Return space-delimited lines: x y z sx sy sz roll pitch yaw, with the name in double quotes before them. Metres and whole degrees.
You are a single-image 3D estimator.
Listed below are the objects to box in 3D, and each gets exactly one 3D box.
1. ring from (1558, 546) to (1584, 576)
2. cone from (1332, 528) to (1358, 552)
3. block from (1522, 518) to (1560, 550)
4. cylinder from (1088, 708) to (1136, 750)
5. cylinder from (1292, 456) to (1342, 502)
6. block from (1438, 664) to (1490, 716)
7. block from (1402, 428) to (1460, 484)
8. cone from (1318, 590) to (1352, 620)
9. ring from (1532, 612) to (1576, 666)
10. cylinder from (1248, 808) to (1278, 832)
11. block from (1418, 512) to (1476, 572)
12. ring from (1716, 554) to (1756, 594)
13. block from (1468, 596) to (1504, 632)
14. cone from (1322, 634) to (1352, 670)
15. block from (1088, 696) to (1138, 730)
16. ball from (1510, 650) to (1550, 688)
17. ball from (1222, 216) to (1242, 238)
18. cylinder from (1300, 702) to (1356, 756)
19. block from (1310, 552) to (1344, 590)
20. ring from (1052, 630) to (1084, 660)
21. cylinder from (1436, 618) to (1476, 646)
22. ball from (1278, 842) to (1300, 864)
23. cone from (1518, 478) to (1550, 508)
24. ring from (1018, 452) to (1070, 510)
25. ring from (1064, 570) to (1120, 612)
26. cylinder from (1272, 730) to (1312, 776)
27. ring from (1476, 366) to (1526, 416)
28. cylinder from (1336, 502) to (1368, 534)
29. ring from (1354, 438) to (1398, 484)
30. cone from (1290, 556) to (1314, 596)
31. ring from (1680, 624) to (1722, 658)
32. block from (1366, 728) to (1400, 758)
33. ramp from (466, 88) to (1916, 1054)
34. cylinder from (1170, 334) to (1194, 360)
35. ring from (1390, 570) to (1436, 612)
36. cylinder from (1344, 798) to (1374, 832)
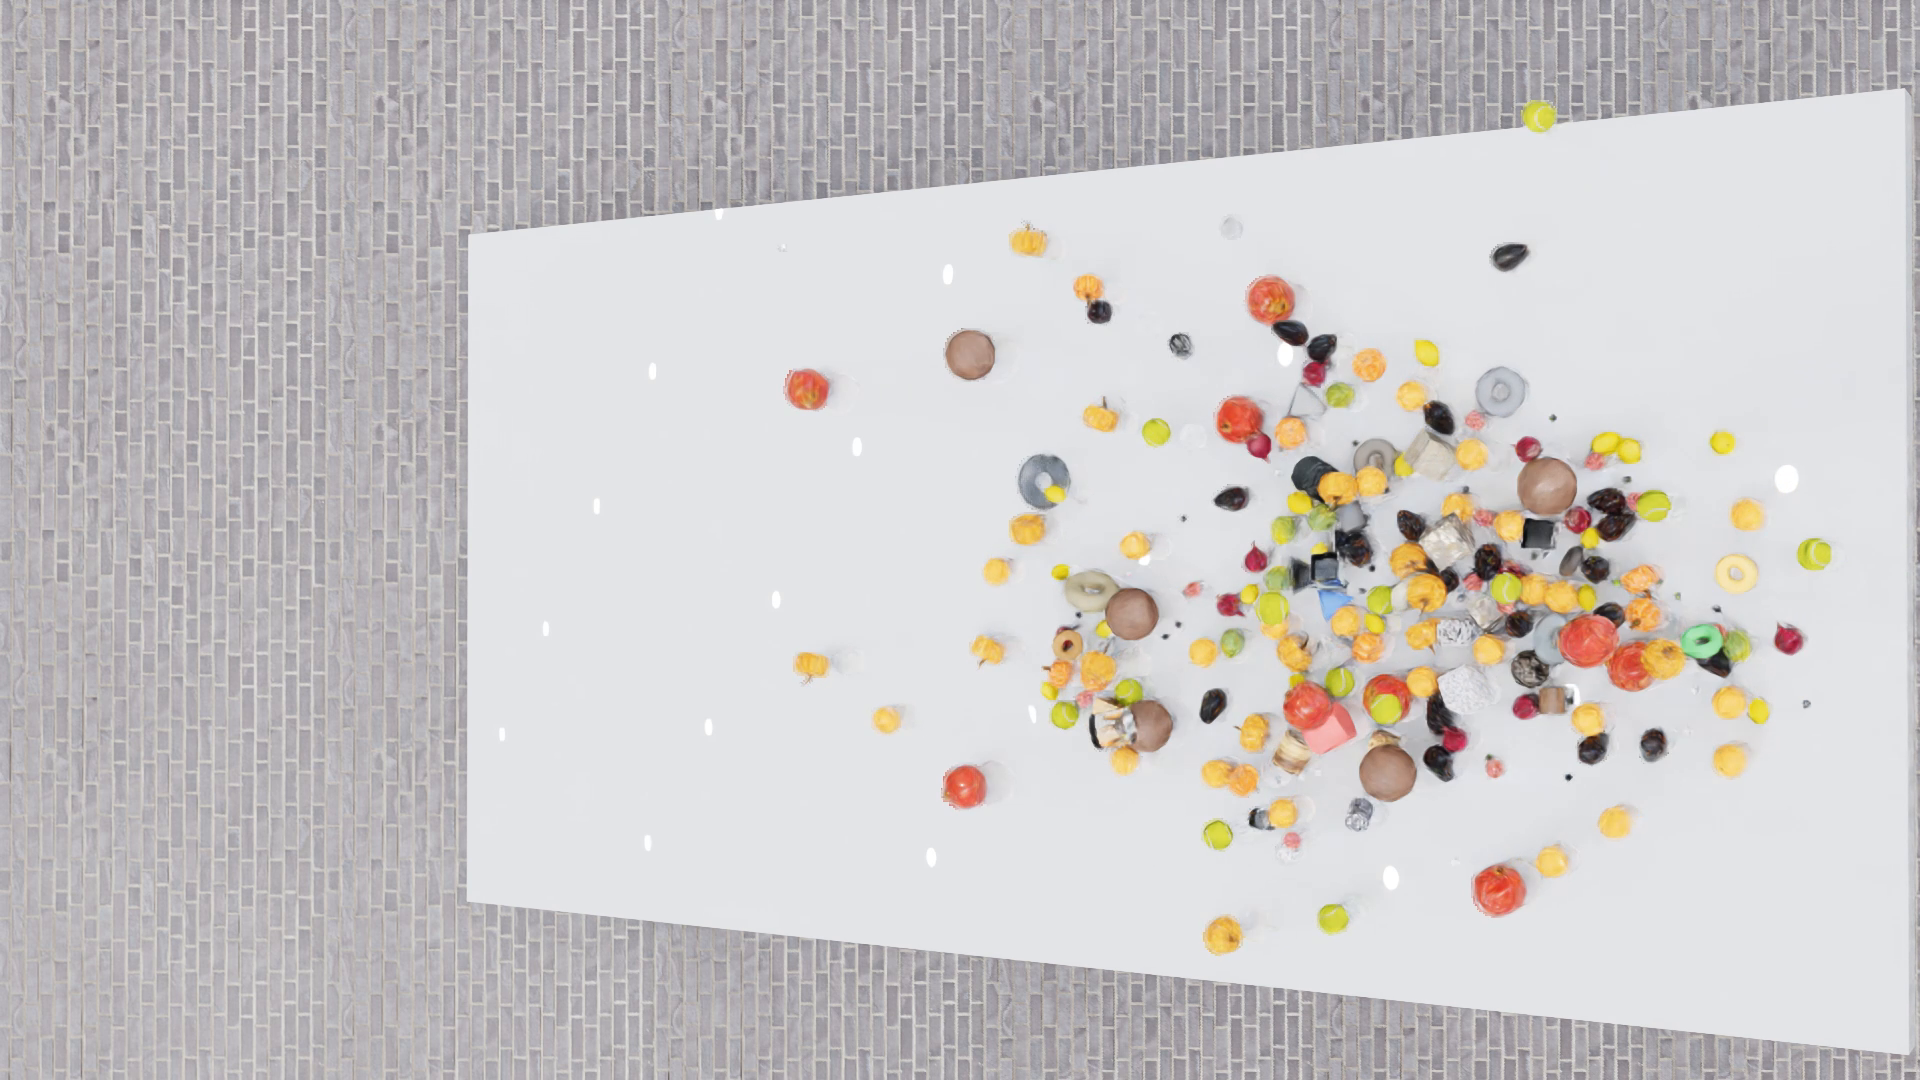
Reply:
"ring" 1.352 0.048 4.866 0.025 0.075 0.075 30 90 -1
"cone" 0.909 0.001 5.161 0.061 0.061 0.061 -2 89 4
"block" 1.295 -0.012 4.906 0.064 0.064 0.064 7 93 26
"cylinder" 0.363 0.449 5.229 0.088 0.088 0.088 -14 89 21
"cylinder" 0.838 -0.143 5.156 0.087 0.087 0.087 -16 64 35
"block" 1.140 0.341 4.974 0.076 0.076 0.076 -32 52 31
"block" 1.072 -0.190 5.004 0.081 0.081 0.081 28 107 -13
"cone" 0.889 0.144 5.167 0.078 0.078 0.078 -14 89 3
"ring" 1.312 0.219 4.855 0.118 0.039 0.118 -3 95 -33
"cylinder" 0.722 0.667 5.244 0.050 0.050 0.050 -1 92 -40
"block" 1.094 0.002 4.936 0.084 0.084 0.084 -35 94 25
"ring" 1.660 0.073 4.705 0.088 0.029 0.088 9 105 35
"block" 1.188 0.169 4.968 0.054 0.054 0.054 -37 71 6
"cone" 0.866 0.248 5.145 0.077 0.077 0.077 -29 57 0
"block" 0.377 0.440 5.443 0.079 0.079 0.079 20 100 29
"ball" 1.273 0.287 4.908 0.084 0.084 0.084 0 89 0
"ball" 0.655 -0.753 5.286 0.051 0.051 0.051 0 89 0
"cylinder" 0.862 0.442 5.147 0.093 0.093 0.093 -33 89 26
"block" 0.858 0.071 5.134 0.064 0.064 0.064 -6 67 22
"ring" 0.267 0.260 5.436 0.080 0.027 0.080 -3 106 -9
"cylinder" 1.123 0.210 4.979 0.062 0.062 0.062 -2 89 -33
"ball" 0.778 0.743 5.217 0.052 0.052 0.052 0 89 0
"cone" 1.269 -0.104 4.895 0.065 0.065 0.065 4 85 -43
"ring" 0.213 -0.149 5.565 0.145 0.048 0.145 0 91 30
"ring" 0.326 0.127 5.451 0.140 0.140 0.047 3 127 0
"cylinder" 0.789 0.502 5.195 0.079 0.079 0.079 25 107 0
"ring" 1.222 -0.335 4.971 0.114 0.038 0.114 -1 87 31
"cylinder" 0.915 -0.052 5.137 0.059 0.059 0.059 -20 75 0
"ring" 0.968 -0.183 5.122 0.107 0.036 0.107 0 89 29
"cone" 0.834 0.084 5.195 0.096 0.096 0.096 -1 89 4
"ring" 1.575 0.216 4.670 0.087 0.087 0.029 -29 127 0
"block" 0.982 0.473 5.099 0.051 0.051 0.051 25 102 29
"ramp" 0.267 0.073 5.617 4.000 0.100 2.000 0 89 31
"cylinder" 0.537 -0.469 5.332 0.053 0.053 0.053 -3 79 13
"ring" 1.036 0.117 5.031 0.117 0.117 0.039 -36 60 0
"cylinder" 0.926 0.639 5.105 0.055 0.055 0.055 14 129 18
